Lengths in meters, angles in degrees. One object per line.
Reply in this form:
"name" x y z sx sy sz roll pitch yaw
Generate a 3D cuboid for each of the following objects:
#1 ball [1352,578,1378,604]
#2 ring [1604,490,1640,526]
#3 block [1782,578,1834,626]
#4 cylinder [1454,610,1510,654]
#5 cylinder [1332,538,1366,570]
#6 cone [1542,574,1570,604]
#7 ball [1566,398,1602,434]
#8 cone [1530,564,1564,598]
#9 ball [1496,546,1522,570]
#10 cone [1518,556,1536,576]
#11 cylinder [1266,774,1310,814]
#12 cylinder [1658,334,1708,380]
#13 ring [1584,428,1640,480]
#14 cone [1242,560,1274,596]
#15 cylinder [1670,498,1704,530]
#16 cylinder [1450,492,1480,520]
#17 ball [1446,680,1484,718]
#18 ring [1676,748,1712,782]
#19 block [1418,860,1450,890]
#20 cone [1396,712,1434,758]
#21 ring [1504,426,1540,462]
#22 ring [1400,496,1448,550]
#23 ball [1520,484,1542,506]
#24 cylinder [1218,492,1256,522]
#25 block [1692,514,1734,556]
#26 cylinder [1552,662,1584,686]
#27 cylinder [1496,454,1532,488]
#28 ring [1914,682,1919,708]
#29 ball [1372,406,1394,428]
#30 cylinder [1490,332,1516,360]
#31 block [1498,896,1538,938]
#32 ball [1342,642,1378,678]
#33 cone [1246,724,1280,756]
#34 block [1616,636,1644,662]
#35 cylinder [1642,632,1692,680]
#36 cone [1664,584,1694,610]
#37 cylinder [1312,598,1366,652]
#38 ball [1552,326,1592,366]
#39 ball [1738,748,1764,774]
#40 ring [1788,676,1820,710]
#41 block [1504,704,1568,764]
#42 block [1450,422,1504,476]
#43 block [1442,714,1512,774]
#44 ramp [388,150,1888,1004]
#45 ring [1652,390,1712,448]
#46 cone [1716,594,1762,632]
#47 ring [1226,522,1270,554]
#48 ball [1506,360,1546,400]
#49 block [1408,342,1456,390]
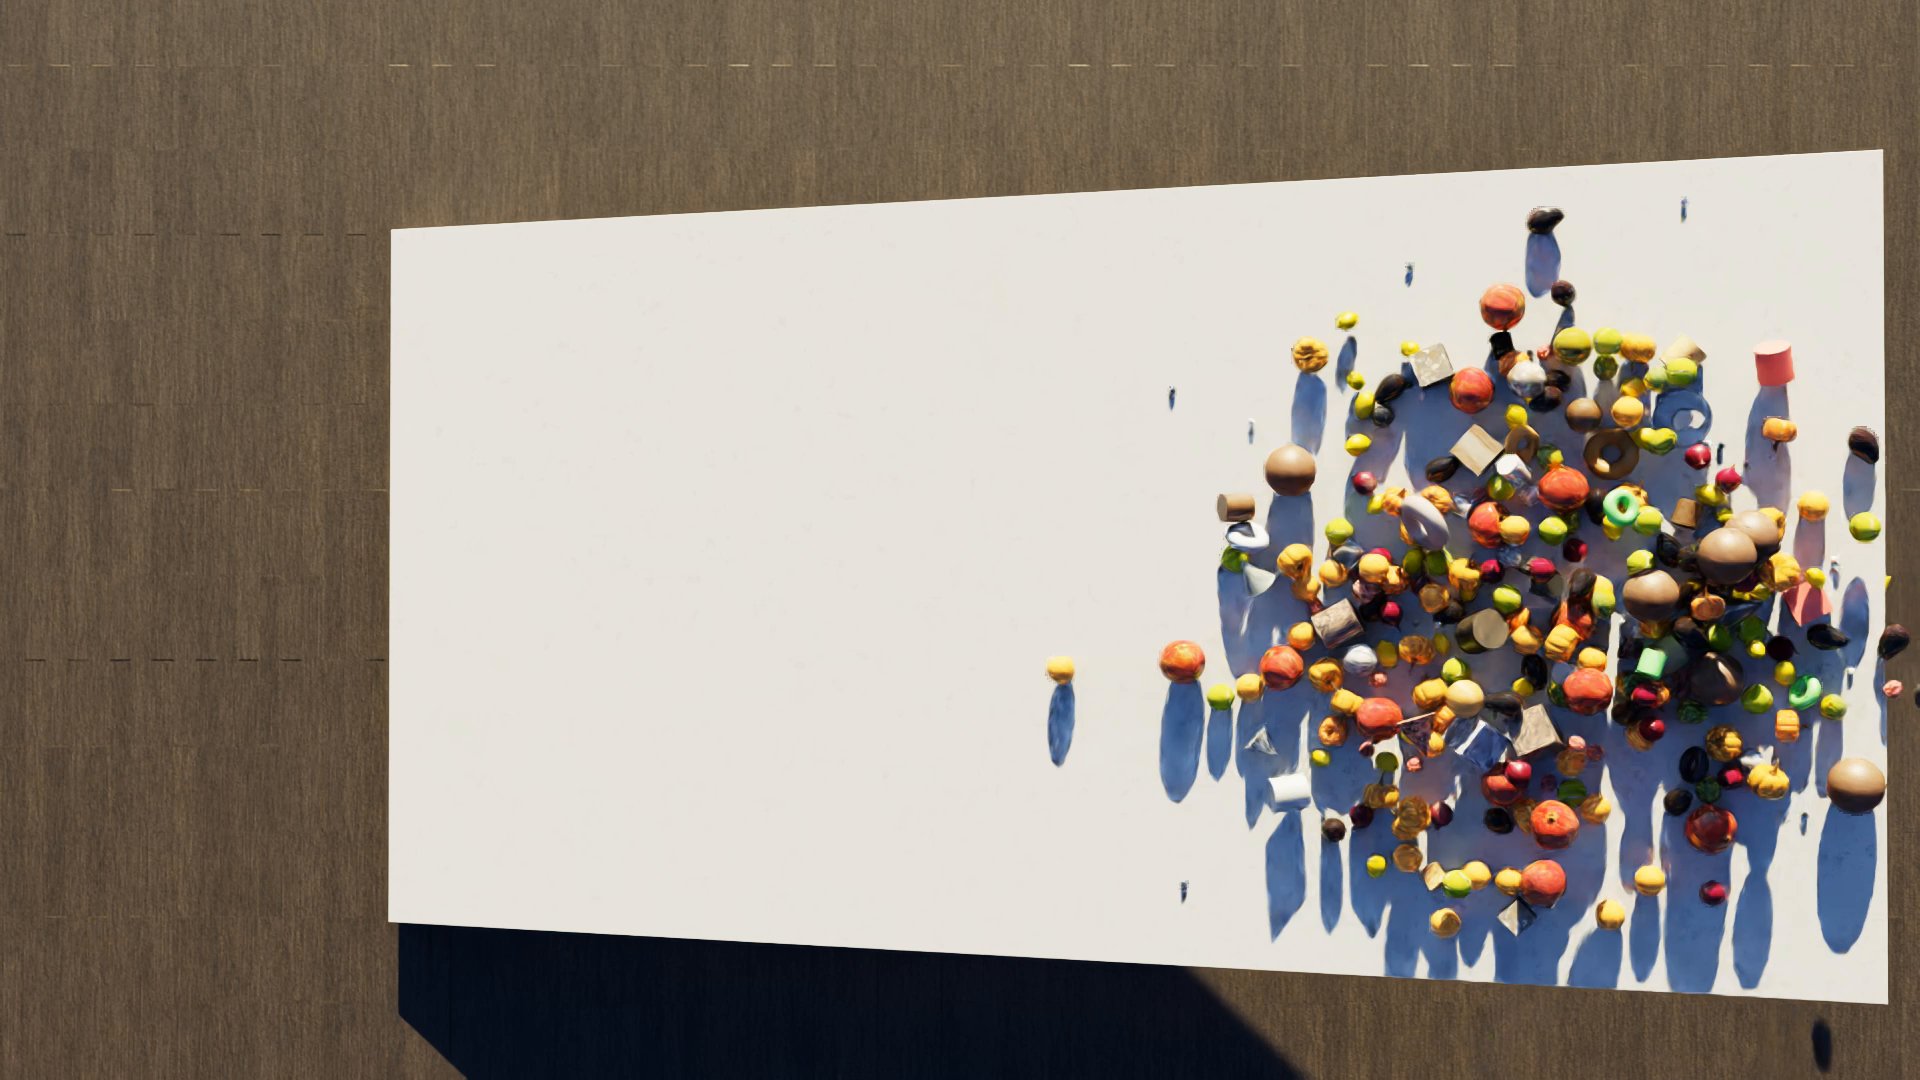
"ball" 1.001 0.126 5.441 0.061 0.061 0.061 0 89 0
"ring" 1.498 -0.073 4.982 0.087 0.029 0.087 3 77 -15
"block" 1.988 0.145 5.159 0.085 0.085 0.085 -28 80 15
"cylinder" 1.269 0.224 5.349 0.096 0.096 0.096 3 78 -12
"cylinder" 0.966 0.035 5.462 0.060 0.060 0.060 39 100 1
"cone" 1.461 0.110 5.332 0.082 0.082 0.082 11 106 41
"ball" 1.502 -0.299 5.295 0.086 0.086 0.086 0 89 0
"cone" 1.394 0.114 5.302 0.085 0.085 0.085 6 66 -14
"ball" 1.343 0.044 5.376 0.063 0.063 0.063 0 89 0
"cone" 1.393 0.057 5.362 0.050 0.050 0.050 23 81 0
"cylinder" 0.820 0.634 5.497 0.087 0.087 0.087 -8 89 -7
"cylinder" 1.728 -0.436 5.253 0.079 0.079 0.079 43 94 1
"ring" 1.573 -0.208 5.311 0.130 0.043 0.130 -4 79 19
"cone" 0.730 0.081 5.526 0.087 0.087 0.087 -39 109 -1
"cylinder" 1.737 -0.063 5.252 0.062 0.062 0.062 20 95 0
"cylinder" 1.243 -0.083 5.407 0.051 0.051 0.051 33 89 41
"ball" 1.217 0.383 5.302 0.091 0.091 0.091 0 89 0
"ring" 1.747 0.535 5.235 0.029 0.088 0.088 24 89 -33
"block" 1.170 0.828 5.419 0.051 0.051 0.051 -37 66 10
"cone" 1.108 0.477 5.288 0.099 0.099 0.099 -17 86 0
"ring" 1.372 -0.234 5.368 0.094 0.031 0.094 -5 106 -18
"ring" 1.126 -0.040 5.335 0.050 0.150 0.150 -33 89 -13
"ball" 1.394 -0.110 5.368 0.052 0.052 0.052 0 89 0
"cylinder" 0.696 -0.082 5.545 0.073 0.073 0.073 -3 89 -15
"block" 1.789 -0.010 5.225 0.064 0.064 0.064 -47 65 7
"cylinder" 1.465 0.322 5.300 0.055 0.055 0.055 -5 83 44
"cylinder" 1.337 -0.167 5.309 0.060 0.060 0.060 37 89 -32
"ring" 2.293 0.349 5.132 0.137 0.046 0.137 -10 127 -13
"ball" 1.053 -0.308 5.476 0.056 0.056 0.056 0 89 0
"cylinder" 1.329 -0.475 5.385 0.053 0.053 0.053 -8 64 0
"block" 1.360 0.917 5.357 0.065 0.065 0.065 -44 77 12
"ball" 0.996 0.298 5.470 0.088 0.088 0.088 0 89 0
"cone" 0.777 0.520 5.550 0.077 0.077 0.077 40 89 2
"block" 1.613 0.261 5.291 0.053 0.053 0.053 9 92 21
"cylinder" 1.688 0.276 5.252 0.084 0.084 0.084 -36 89 14
"cone" 1.727 0.119 5.235 0.068 0.068 0.068 12 57 -20
"cylinder" 0.945 0.212 5.480 0.100 0.100 0.100 -30 89 15
"ball" 1.480 -0.467 5.311 0.094 0.094 0.094 0 89 0
"ball" 1.869 0.523 5.197 0.060 0.060 0.060 0 89 0
"ring" 1.982 0.357 5.163 0.029 0.087 0.087 25 89 -20
"block" 1.385 0.468 5.294 0.099 0.099 0.099 -27 61 21
"block" 1.269 -0.220 5.388 0.091 0.091 0.091 44 101 13
"block" 1.252 0.484 5.336 0.098 0.098 0.098 33 98 -26
"ramp" 0.275 0.093 5.799 4.000 0.100 2.000 0 89 18
"ring" 1.726 -0.288 5.254 0.143 0.048 0.143 -7 77 32
"cone" 1.840 0.161 5.161 0.095 0.095 0.095 -17 89 31
"ring" 0.726 -0.006 5.541 0.111 0.111 0.037 5 125 0
"ball" 1.359 -0.384 5.273 0.092 0.092 0.092 0 89 0
"block" 1.165 -0.428 5.428 0.084 0.084 0.084 -23 83 16
